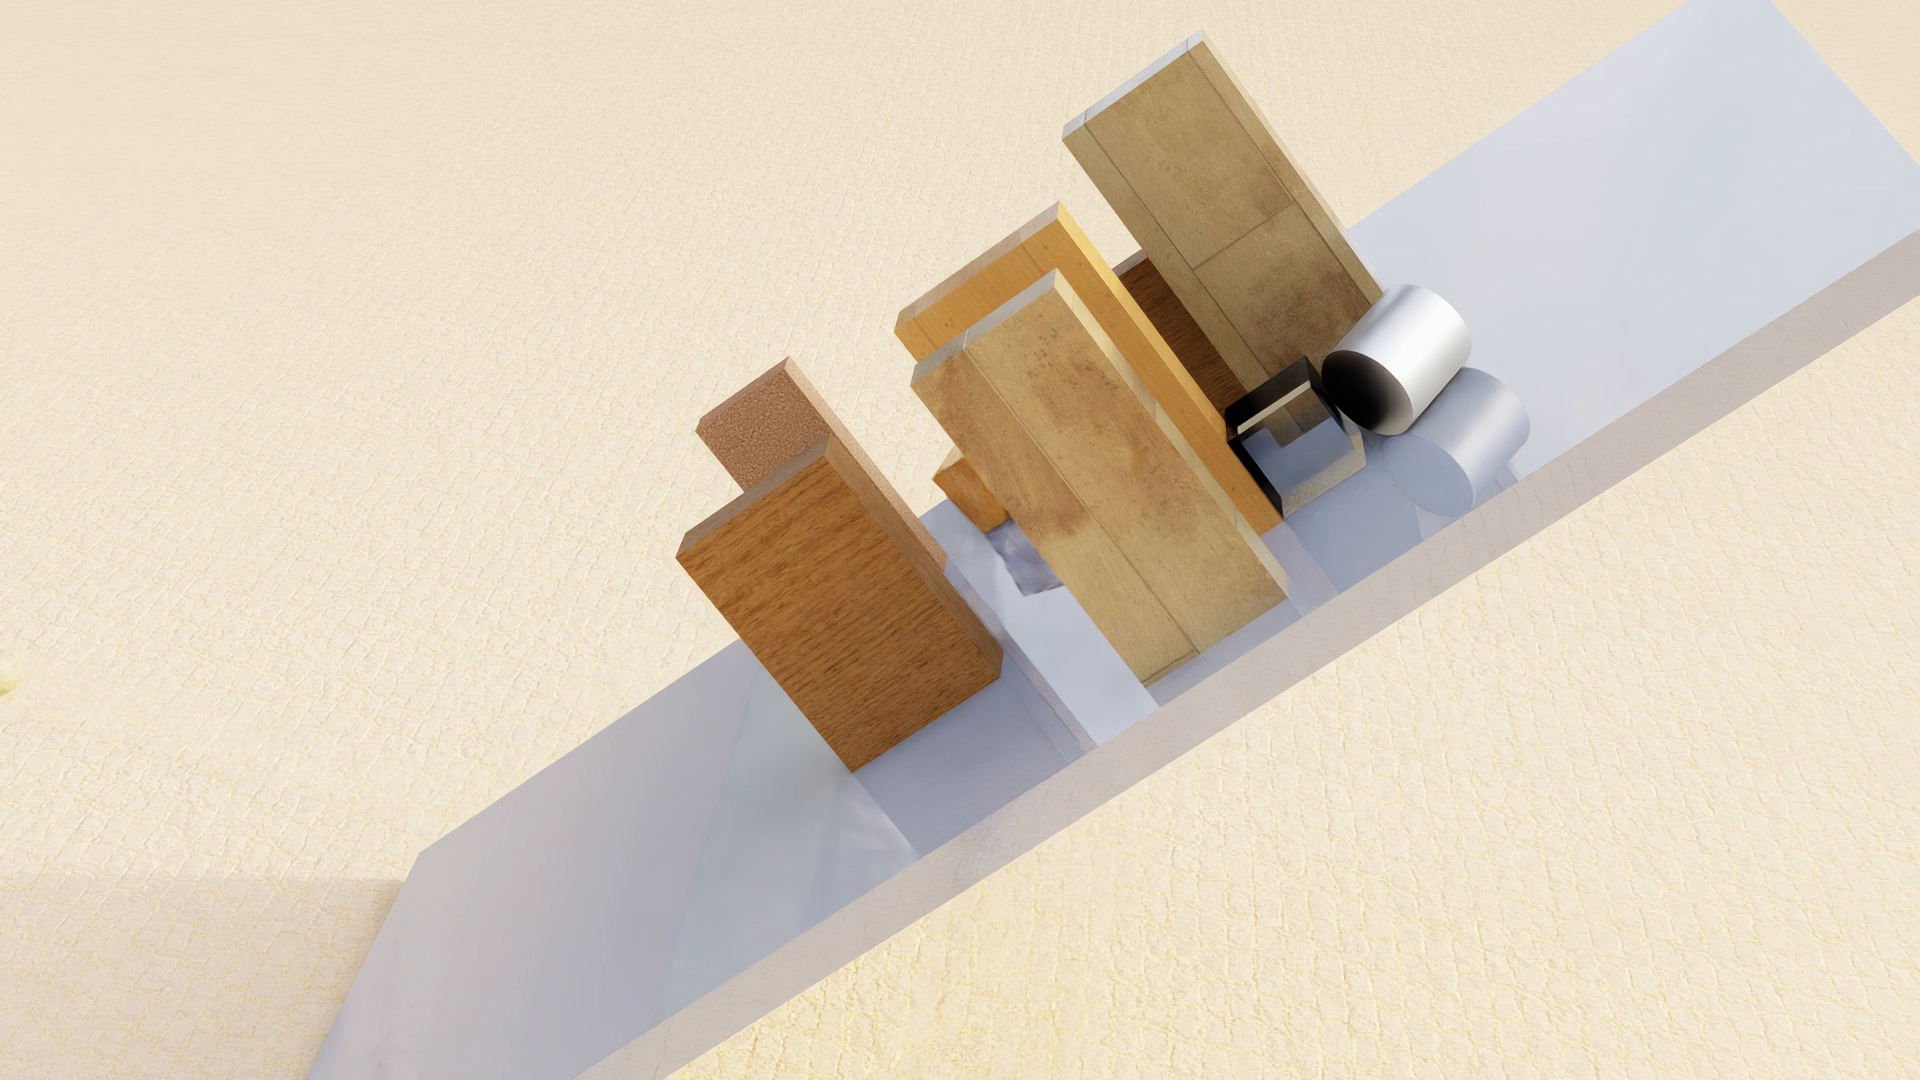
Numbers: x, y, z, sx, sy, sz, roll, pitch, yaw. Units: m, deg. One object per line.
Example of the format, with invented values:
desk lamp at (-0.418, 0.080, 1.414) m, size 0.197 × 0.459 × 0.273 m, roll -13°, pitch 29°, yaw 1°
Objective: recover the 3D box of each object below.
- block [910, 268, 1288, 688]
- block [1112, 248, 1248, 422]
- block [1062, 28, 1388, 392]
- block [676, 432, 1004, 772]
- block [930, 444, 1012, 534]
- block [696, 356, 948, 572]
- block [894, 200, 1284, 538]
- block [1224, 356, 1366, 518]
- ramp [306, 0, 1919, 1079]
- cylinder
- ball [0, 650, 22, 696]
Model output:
block at (0.255, -0.106, 5.303) m, size 0.316 × 0.719 × 0.114 m, roll -34°, pitch 16°, yaw 16°
block at (0.477, -0.415, 6.238) m, size 0.408 × 0.428 × 0.095 m, roll -34°, pitch 16°, yaw 16°
block at (0.571, -0.617, 5.959) m, size 0.342 × 0.769 × 0.114 m, roll -34°, pitch 16°, yaw 16°
block at (-0.241, 0.132, 5.987) m, size 0.379 × 0.587 × 0.134 m, roll -34°, pitch 16°, yaw 16°
block at (0.087, -0.167, 6.818) m, size 0.182 × 0.182 × 0.182 m, roll -33°, pitch 17°, yaw 43°
block at (-0.317, -0.106, 6.801) m, size 0.260 × 0.606 × 0.095 m, roll -34°, pitch 16°, yaw 16°
block at (0.252, -0.238, 5.652) m, size 0.381 × 0.739 × 0.126 m, roll -34°, pitch 16°, yaw 16°
block at (0.647, -0.200, 5.687) m, size 0.191 × 0.191 × 0.191 m, roll -34°, pitch 16°, yaw 15°
ramp at (0.131, 0.177, 6.317) m, size 4.000 × 0.100 × 2.000 m, roll -34°, pitch 16°, yaw 16°
cylinder at (0.838, -0.347, 5.648) m, size 0.207 × 0.207 × 0.207 m, roll 19°, pitch 54°, yaw 39°
ball at (-2.900, 0.399, 8.851) m, size 0.143 × 0.143 × 0.143 m, roll 0°, pitch 22°, yaw 0°
